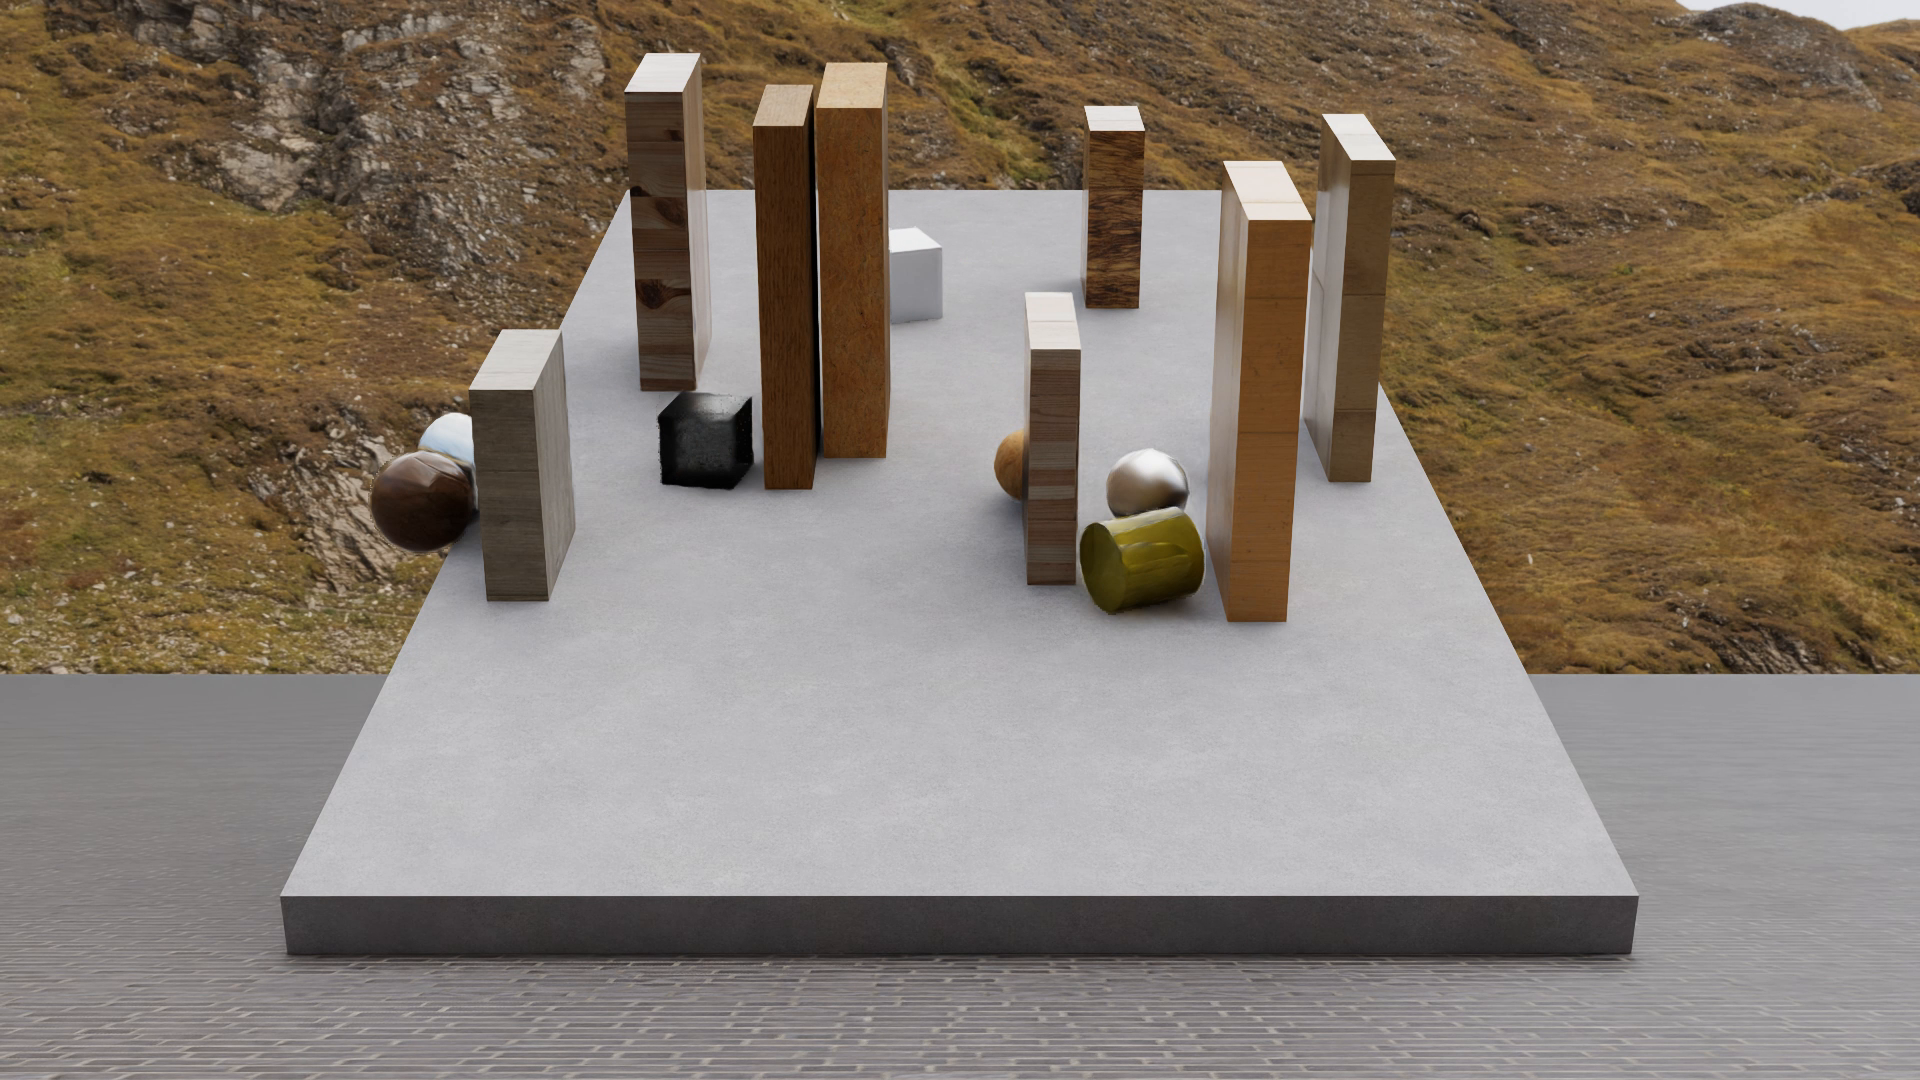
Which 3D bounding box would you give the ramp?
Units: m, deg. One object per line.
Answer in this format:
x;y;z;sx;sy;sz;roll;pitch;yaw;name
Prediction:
-0.008;-0.227;5.265;2.000;0.100;4.000;0;23;0;ramp

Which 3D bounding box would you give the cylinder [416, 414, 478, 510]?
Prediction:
-0.987;-0.155;4.747;0.177;0.177;0.177;18;8;36;cylinder

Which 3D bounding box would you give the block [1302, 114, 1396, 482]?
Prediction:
0.825;-0.520;4.948;0.089;0.693;0.399;0;23;0;block

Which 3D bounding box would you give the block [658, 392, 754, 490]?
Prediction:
-0.536;-0.211;4.909;0.153;0.153;0.153;5;24;11;block

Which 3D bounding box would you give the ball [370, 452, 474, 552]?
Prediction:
-1.064;-0.076;4.585;0.199;0.199;0.199;0;-3;0;ball

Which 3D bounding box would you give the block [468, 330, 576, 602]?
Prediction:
-0.830;-0.147;4.422;0.116;0.421;0.344;0;23;0;block

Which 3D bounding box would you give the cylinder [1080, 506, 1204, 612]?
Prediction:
0.339;0.036;4.324;0.169;0.169;0.169;-12;2;-24;cylinder

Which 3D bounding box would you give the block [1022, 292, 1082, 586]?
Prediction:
0.174;-0.200;4.483;0.092;0.474;0.343;0;23;0;block

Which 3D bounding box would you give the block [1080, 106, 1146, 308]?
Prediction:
0.394;-0.867;6.032;0.138;0.466;0.272;0;23;0;block

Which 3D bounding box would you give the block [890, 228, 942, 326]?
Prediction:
-0.168;-0.673;5.928;0.191;0.191;0.191;-9;25;-19;block

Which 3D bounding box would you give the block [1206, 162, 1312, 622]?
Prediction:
0.547;-0.279;4.307;0.109;0.762;0.404;0;23;0;block

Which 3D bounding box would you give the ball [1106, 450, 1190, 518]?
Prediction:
0.374;-0.098;4.636;0.167;0.167;0.167;0;-3;0;ball

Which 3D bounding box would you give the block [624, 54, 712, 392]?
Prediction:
-0.681;-0.752;5.464;0.129;0.704;0.410;0;23;0;block

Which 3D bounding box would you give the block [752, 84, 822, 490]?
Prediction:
-0.359;-0.533;4.875;0.099;0.771;0.368;0;23;0;block

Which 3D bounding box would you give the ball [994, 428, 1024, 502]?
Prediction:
0.149;-0.154;4.776;0.157;0.157;0.157;0;-3;0;ball

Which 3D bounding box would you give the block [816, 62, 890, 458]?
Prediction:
-0.227;-0.616;5.074;0.134;0.766;0.438;0;23;0;block
